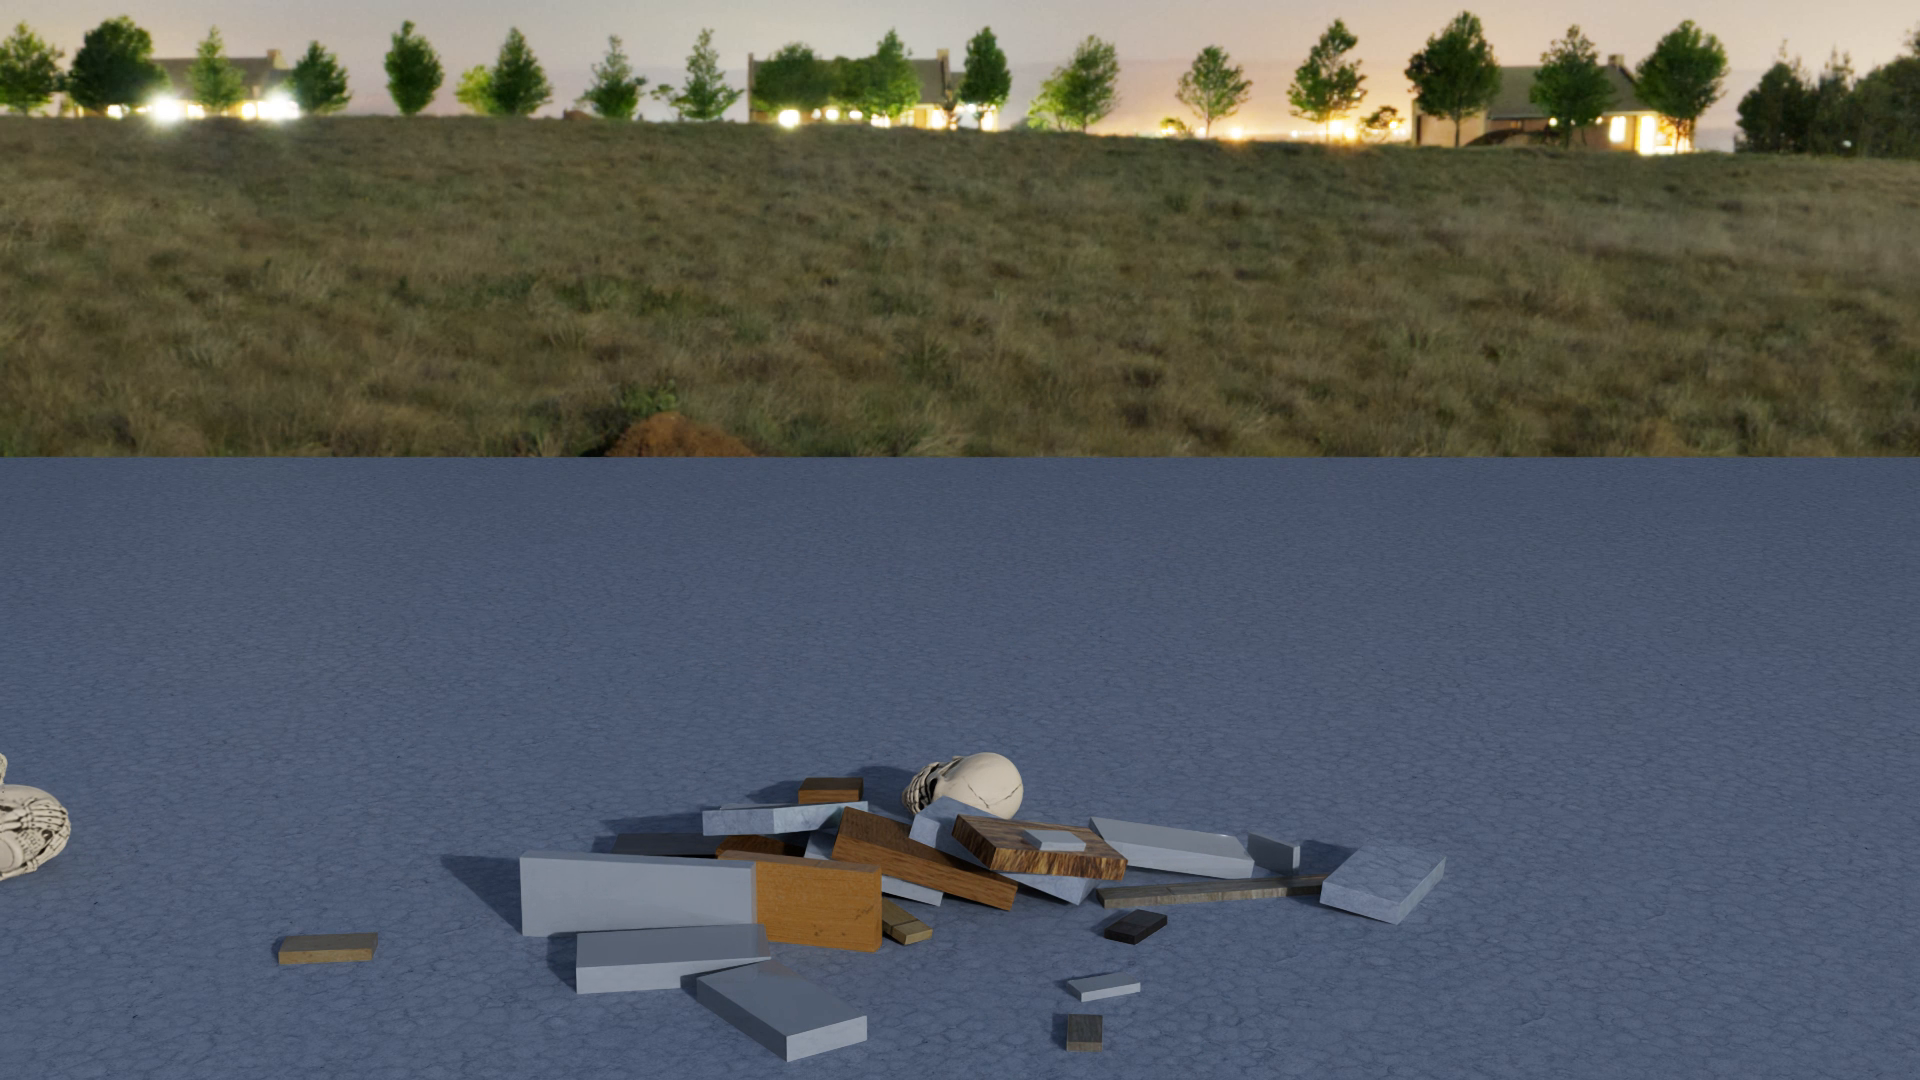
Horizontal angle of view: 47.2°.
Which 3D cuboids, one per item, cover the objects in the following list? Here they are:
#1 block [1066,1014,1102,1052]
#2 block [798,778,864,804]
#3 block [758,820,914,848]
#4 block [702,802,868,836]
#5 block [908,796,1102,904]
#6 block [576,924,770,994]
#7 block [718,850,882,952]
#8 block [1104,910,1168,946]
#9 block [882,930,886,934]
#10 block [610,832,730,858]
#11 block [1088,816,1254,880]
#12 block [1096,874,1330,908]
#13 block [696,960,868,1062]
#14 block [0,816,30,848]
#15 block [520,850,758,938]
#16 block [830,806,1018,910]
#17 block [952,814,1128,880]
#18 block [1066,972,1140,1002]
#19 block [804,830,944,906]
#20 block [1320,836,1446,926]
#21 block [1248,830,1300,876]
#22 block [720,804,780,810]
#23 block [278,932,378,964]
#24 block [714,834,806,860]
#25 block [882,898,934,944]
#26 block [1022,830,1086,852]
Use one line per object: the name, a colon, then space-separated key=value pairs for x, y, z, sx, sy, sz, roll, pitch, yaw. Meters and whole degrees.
block: x=0.175 y=0.691 z=3.085 sx=0.049 sy=0.014 sz=0.097 roll=1 pitch=11 yaw=4
block: x=-0.240 y=0.471 z=4.113 sx=0.109 sy=0.031 sz=0.219 roll=0 pitch=0 yaw=0
block: x=-0.211 y=0.536 z=3.840 sx=0.305 sy=0.043 sz=0.153 roll=0 pitch=11 yaw=-2
block: x=-0.292 y=0.471 z=3.726 sx=0.143 sy=0.041 sz=0.286 roll=-6 pitch=-6 yaw=29
block: x=0.082 y=0.517 z=3.685 sx=0.305 sy=0.043 sz=0.153 roll=20 pitch=11 yaw=15
block: x=-0.434 y=0.632 z=3.329 sx=0.286 sy=0.041 sz=0.143 roll=-2 pitch=11 yaw=-9
block: x=-0.251 y=0.565 z=3.446 sx=0.259 sy=0.130 sz=0.037 roll=3 pitch=11 yaw=17
block: x=0.280 y=0.615 z=3.494 sx=0.054 sy=0.015 sz=0.109 roll=7 pitch=12 yaw=32
block: x=-0.166 y=0.609 z=3.520 sx=0.114 sy=0.016 sz=0.057 roll=5 pitch=12 yaw=26
block: x=-0.482 y=0.544 z=3.824 sx=0.236 sy=0.033 sz=0.118 roll=0 pitch=11 yaw=-2
block: x=0.359 y=0.529 z=3.768 sx=0.263 sy=0.037 sz=0.131 roll=9 pitch=9 yaw=-9
block: x=0.432 y=0.584 z=3.660 sx=0.409 sy=0.015 sz=0.054 roll=-2 pitch=11 yaw=-11
block: x=-0.257 y=0.669 z=3.142 sx=0.130 sy=0.037 sz=0.259 roll=-7 pitch=13 yaw=-34
block: x=-1.801 y=0.523 z=3.947 sx=0.219 sy=0.031 sz=0.109 roll=2 pitch=11 yaw=10
block: x=-0.505 y=0.564 z=3.456 sx=0.371 sy=0.130 sz=0.037 roll=2 pitch=11 yaw=8
block: x=-0.056 y=0.527 z=3.653 sx=0.305 sy=0.043 sz=0.153 roll=17 pitch=10 yaw=-2
block: x=0.131 y=0.505 z=3.607 sx=0.263 sy=0.037 sz=0.131 roll=10 pitch=12 yaw=-32
block: x=0.212 y=0.660 z=3.252 sx=0.097 sy=0.014 sz=0.049 roll=-5 pitch=11 yaw=-23
block: x=-0.142 y=0.545 z=3.661 sx=0.236 sy=0.033 sz=0.118 roll=15 pitch=10 yaw=-1
block: x=0.707 y=0.565 z=3.661 sx=0.131 sy=0.037 sz=0.263 roll=13 pitch=15 yaw=26
block: x=0.539 y=0.541 z=3.785 sx=0.015 sy=0.054 sz=0.109 roll=-8 pitch=13 yaw=-37
block: x=-0.329 y=0.512 z=4.005 sx=0.219 sy=0.031 sz=0.109 roll=0 pitch=11 yaw=-1
block: x=-0.975 y=0.631 z=3.397 sx=0.138 sy=0.020 sz=0.069 roll=-1 pitch=11 yaw=-7
block: x=-0.282 y=0.545 z=3.673 sx=0.236 sy=0.033 sz=0.118 roll=14 pitch=10 yaw=7
block: x=-0.103 y=0.603 z=3.482 sx=0.057 sy=0.016 sz=0.114 roll=-5 pitch=22 yaw=-44
block: x=0.153 y=0.489 z=3.580 sx=0.097 sy=0.014 sz=0.049 roll=8 pitch=14 yaw=-40
